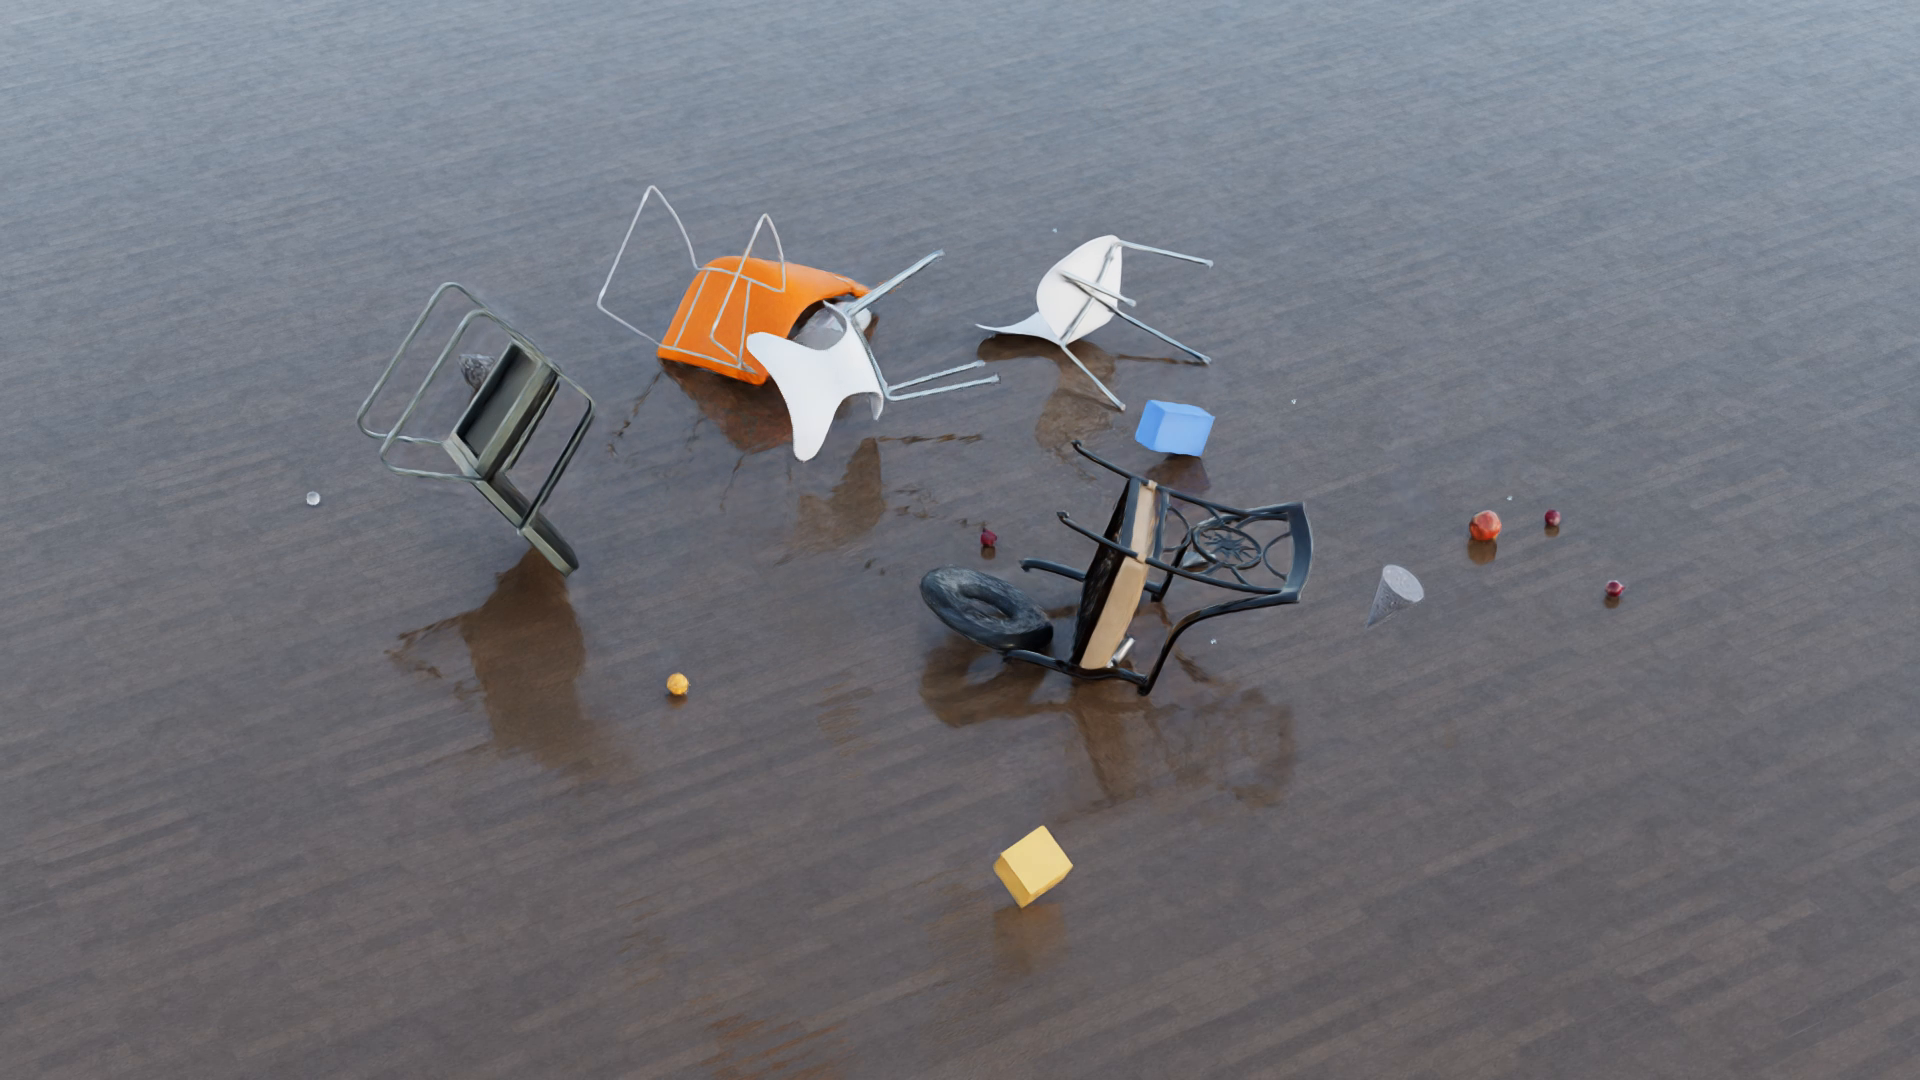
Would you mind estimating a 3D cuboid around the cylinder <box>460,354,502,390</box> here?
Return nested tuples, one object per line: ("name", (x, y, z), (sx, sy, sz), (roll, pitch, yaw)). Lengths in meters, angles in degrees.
("cylinder", (-1.927, -0.677, 11.804), (0.125, 0.182, 0.077), (7, 52, 20))

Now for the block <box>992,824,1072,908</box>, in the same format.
("block", (0.225, 1.018, 9.131), (0.162, 0.208, 0.157), (-33, 78, -17))

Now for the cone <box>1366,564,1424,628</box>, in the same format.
("cone", (1.364, 0.213, 9.426), (0.155, 0.209, 0.207), (38, 27, 4))

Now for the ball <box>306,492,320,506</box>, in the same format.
("ball", (-2.457, -0.158, 11.137), (0.052, 0.052, 0.052), (0, 33, 0))

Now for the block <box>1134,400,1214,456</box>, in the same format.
("block", (0.832, -0.434, 11.366), (0.260, 0.165, 0.115), (5, 22, -38))

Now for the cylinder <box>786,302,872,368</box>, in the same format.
("cylinder", (-0.537, -0.842, 12.031), (0.295, 0.163, 0.265), (-14, 23, 25))

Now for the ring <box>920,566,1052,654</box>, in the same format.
("ring", (0.094, 0.245, 10.342), (0.521, 0.088, 0.501), (-2, 34, -49))
